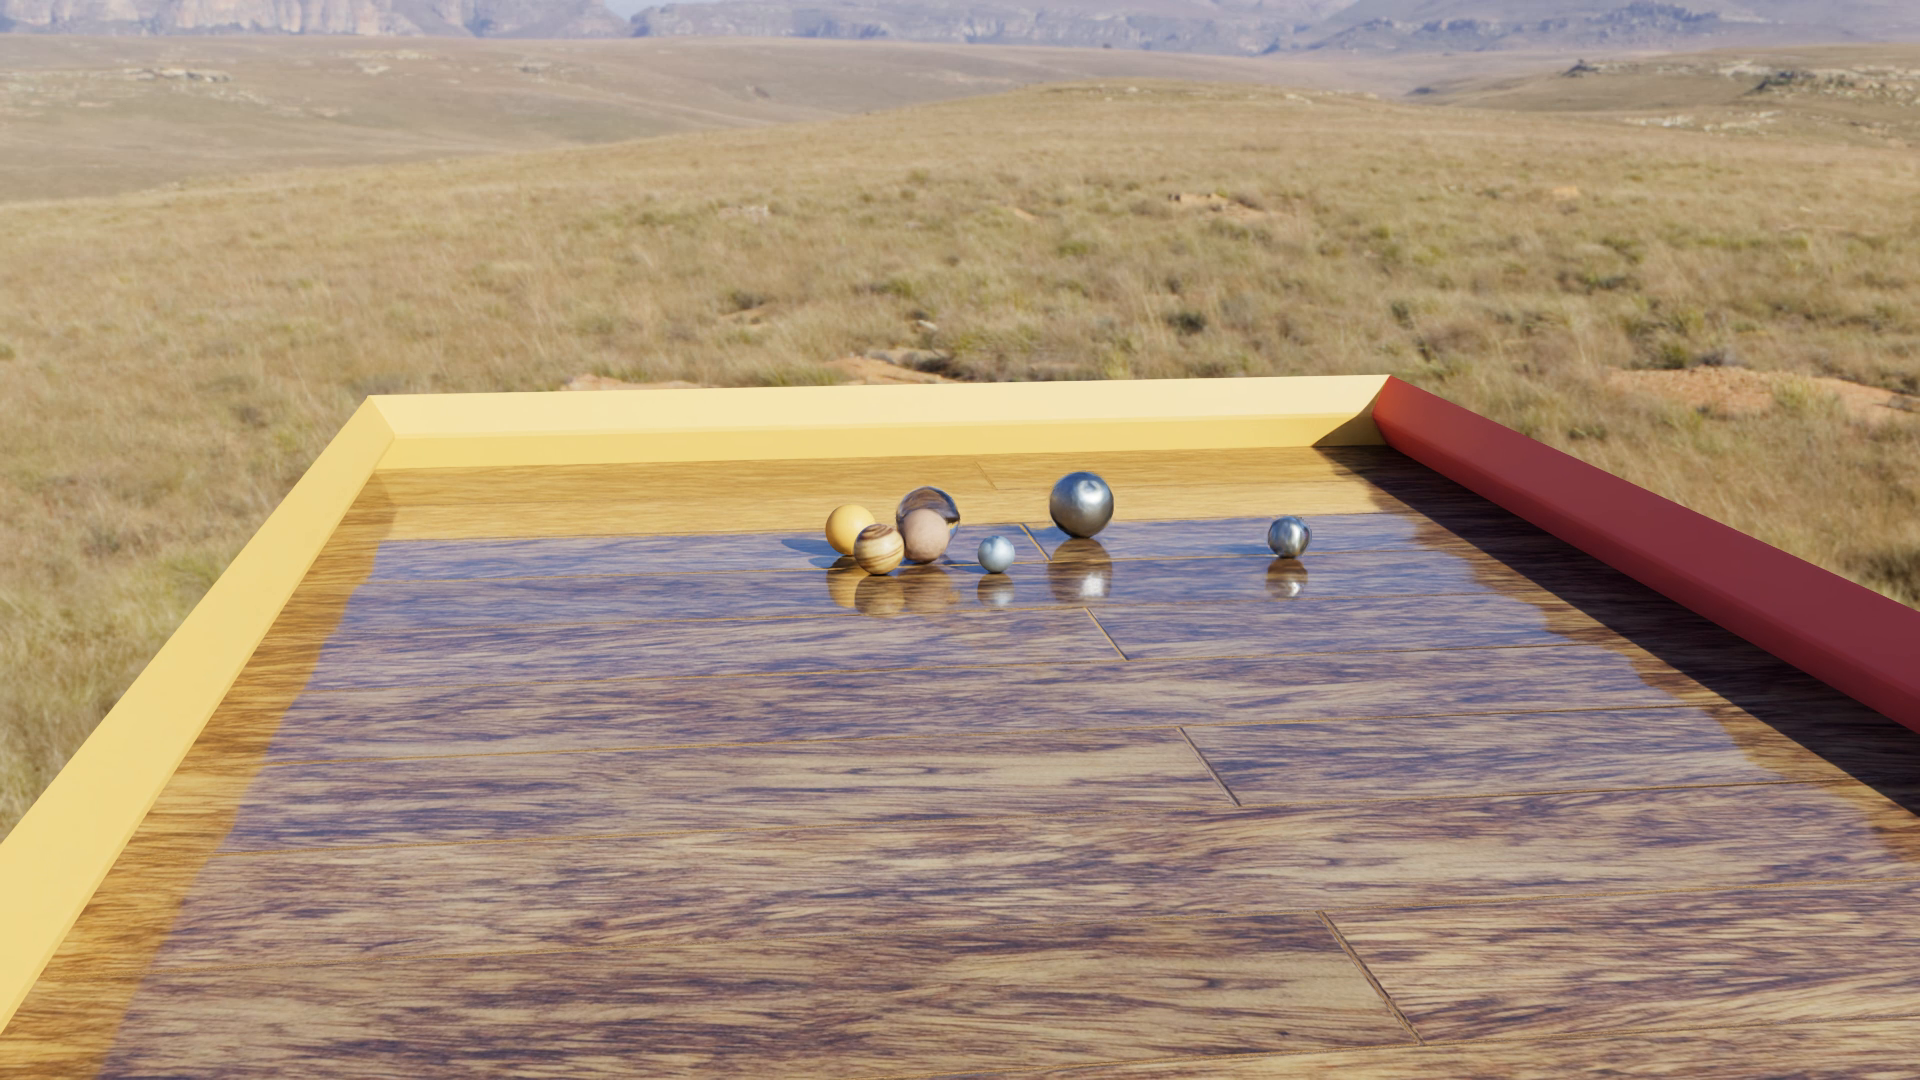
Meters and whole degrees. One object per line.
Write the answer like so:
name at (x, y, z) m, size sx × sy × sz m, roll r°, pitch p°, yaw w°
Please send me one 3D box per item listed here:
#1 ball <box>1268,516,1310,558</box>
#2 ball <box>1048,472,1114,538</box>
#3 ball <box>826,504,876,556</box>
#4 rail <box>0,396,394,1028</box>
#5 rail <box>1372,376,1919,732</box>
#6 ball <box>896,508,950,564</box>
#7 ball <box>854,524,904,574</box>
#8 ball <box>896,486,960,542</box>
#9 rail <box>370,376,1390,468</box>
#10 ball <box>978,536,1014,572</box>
ball at (0.451, -0.004, 3.015) m, size 0.057 × 0.057 × 0.057 m, roll 0°, pitch 13°, yaw 0°
ball at (0.174, -0.050, 3.136) m, size 0.094 × 0.094 × 0.094 m, roll 0°, pitch 13°, yaw 0°
ball at (-0.150, -0.014, 3.028) m, size 0.071 × 0.071 × 0.071 m, roll 0°, pitch 13°, yaw 0°
rail at (-0.731, 0.181, 2.039) m, size 0.045 × 0.122 × 3.315 m, roll -2°, pitch 13°, yaw -8°
rail at (0.953, 0.131, 2.261) m, size 0.045 × 0.122 × 3.315 m, roll -2°, pitch 13°, yaw -8°
ball at (-0.052, -0.006, 2.982) m, size 0.074 × 0.074 × 0.074 m, roll 0°, pitch 13°, yaw 0°
ball at (-0.108, 0.012, 2.918) m, size 0.068 × 0.068 × 0.068 m, roll 0°, pitch 13°, yaw 0°
ball at (-0.045, -0.030, 3.059) m, size 0.088 × 0.088 × 0.088 m, roll 0°, pitch 13°, yaw 0°
rail at (-0.108, -0.199, 3.730) m, size 1.747 × 0.122 × 0.045 m, roll -2°, pitch 13°, yaw -8°
ball at (0.048, 0.019, 2.929) m, size 0.050 × 0.050 × 0.050 m, roll 0°, pitch 13°, yaw 0°
